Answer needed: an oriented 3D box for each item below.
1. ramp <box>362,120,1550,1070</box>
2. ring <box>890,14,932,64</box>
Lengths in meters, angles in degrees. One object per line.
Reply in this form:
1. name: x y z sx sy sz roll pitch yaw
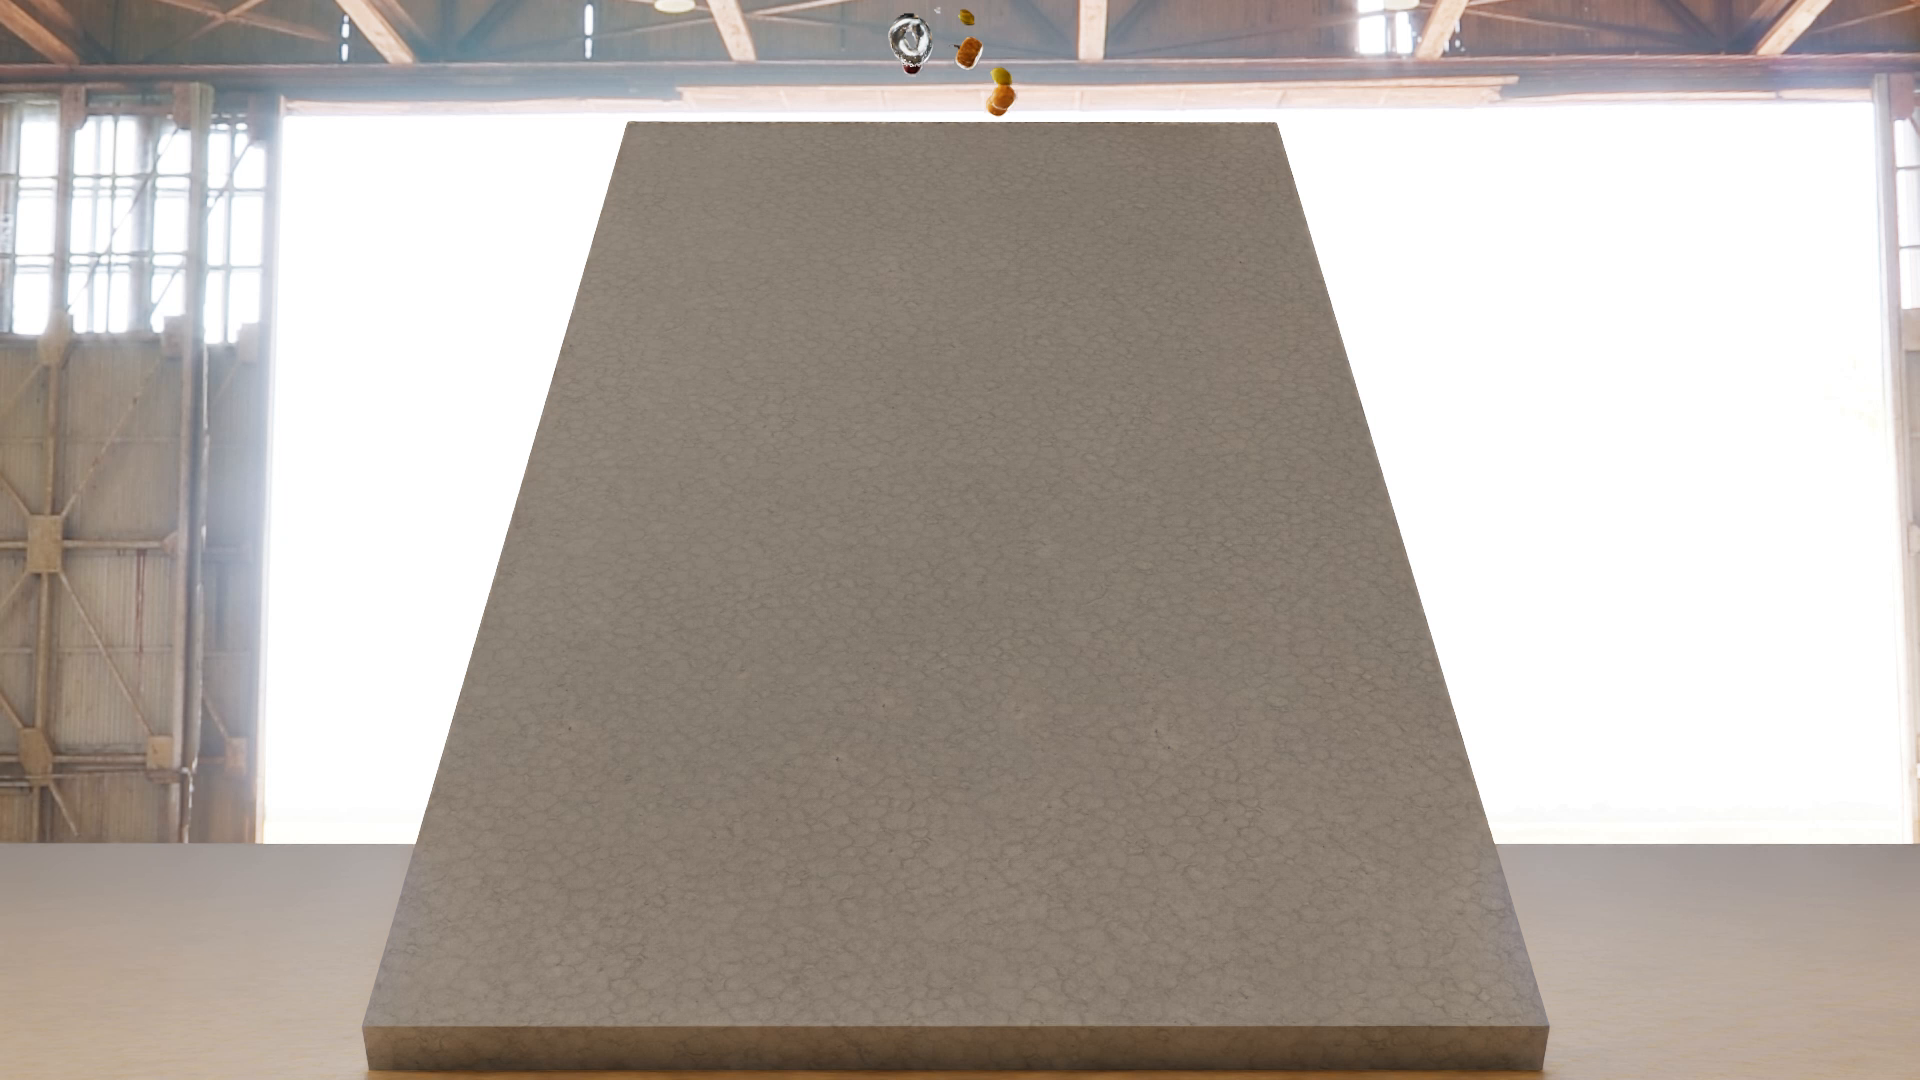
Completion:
1. ramp: -0.015 -0.193 5.837 2.000 0.100 4.000 0 32 0
2. ring: -0.140 -1.427 6.960 0.147 0.147 0.049 -7 17 43
